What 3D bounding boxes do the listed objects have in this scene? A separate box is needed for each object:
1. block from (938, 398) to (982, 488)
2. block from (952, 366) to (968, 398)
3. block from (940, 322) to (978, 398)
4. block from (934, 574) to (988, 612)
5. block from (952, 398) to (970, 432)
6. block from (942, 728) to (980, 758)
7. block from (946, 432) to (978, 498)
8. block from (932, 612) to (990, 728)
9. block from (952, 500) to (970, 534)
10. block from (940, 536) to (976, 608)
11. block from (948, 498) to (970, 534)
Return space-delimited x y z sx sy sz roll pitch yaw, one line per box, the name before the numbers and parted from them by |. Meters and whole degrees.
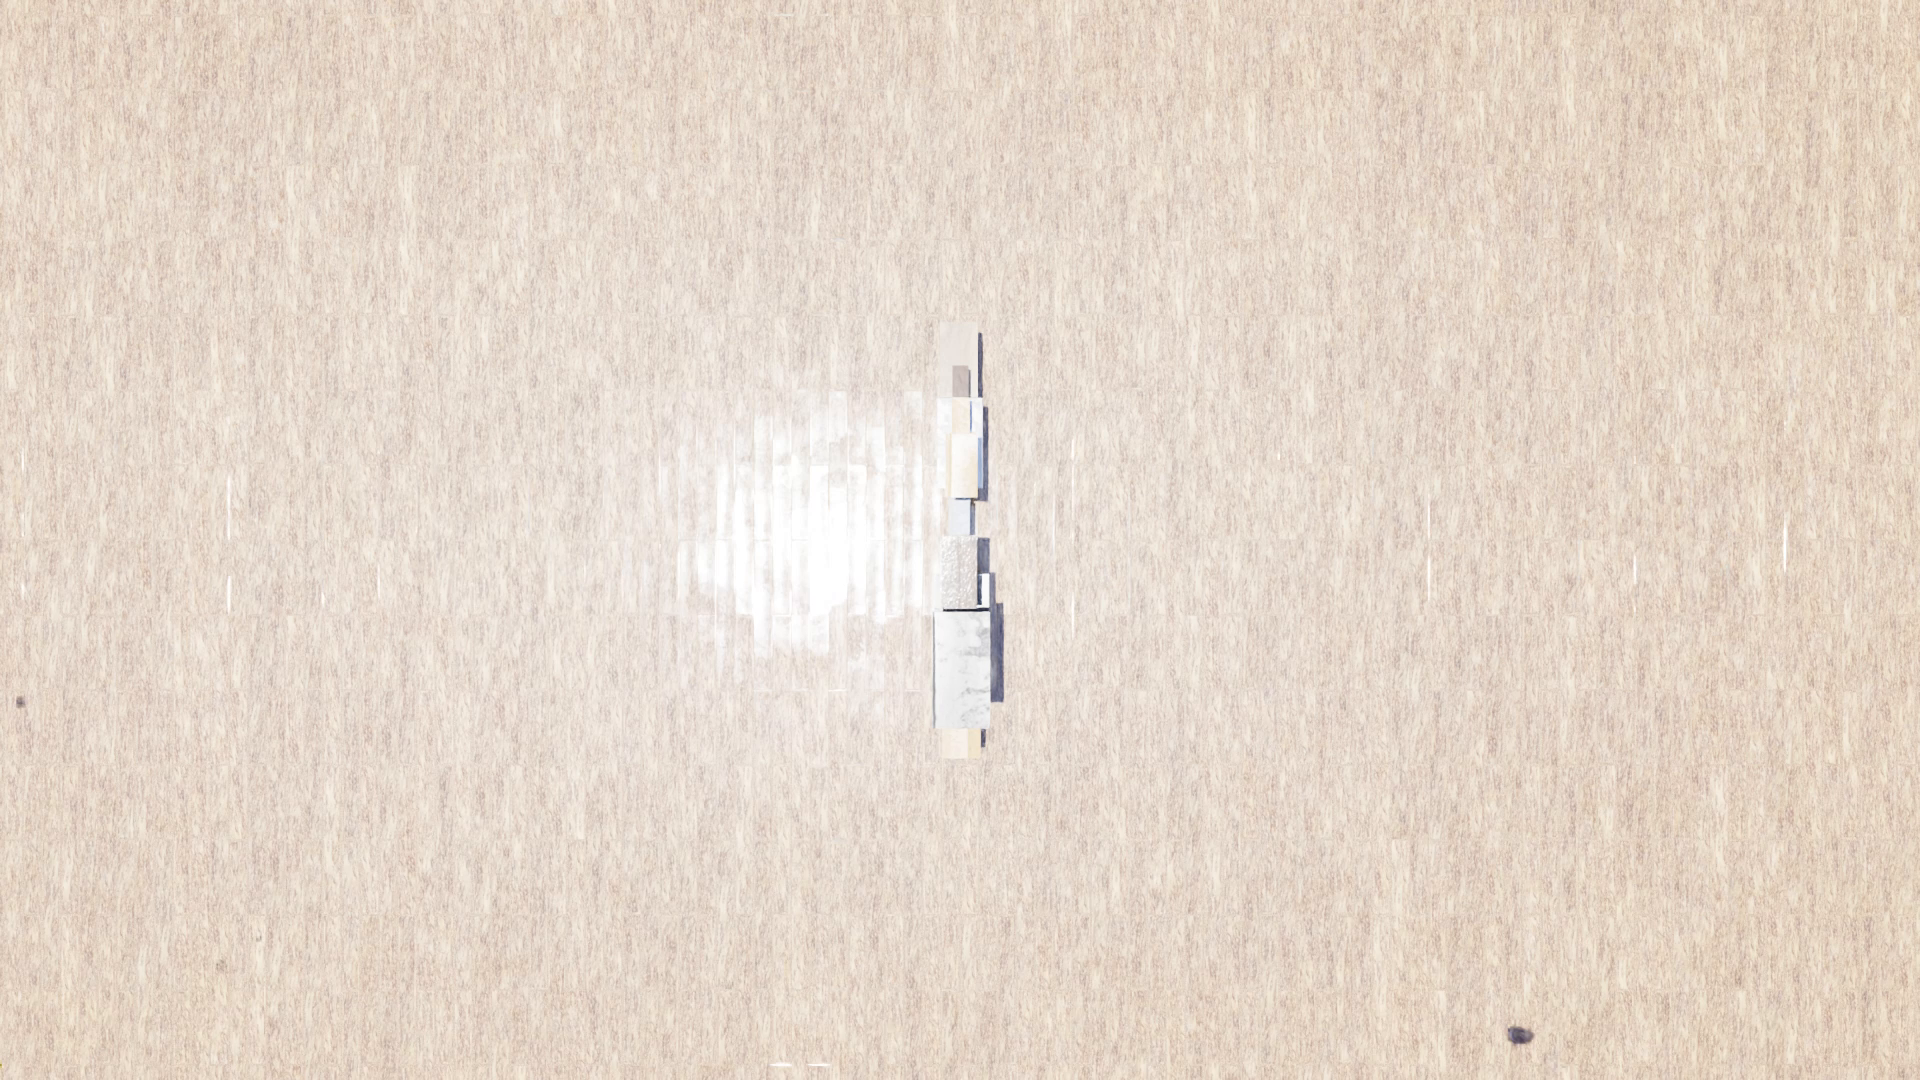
block | 0.000 -0.305 5.196 0.142 0.040 0.284 0 90 0
block | 0.001 -0.491 5.119 0.050 0.014 0.100 0 90 0
block | -0.004 -0.571 5.243 0.120 0.034 0.240 0 90 0
block | 0.005 0.275 5.138 0.169 0.048 0.338 0 90 0
block | 0.002 -0.382 5.060 0.054 0.015 0.109 0 90 0
block | 0.004 0.570 5.241 0.121 0.034 0.242 0 90 0
block | 0.004 -0.226 4.969 0.097 0.027 0.194 0 90 0
block | 0.003 0.374 4.756 0.167 0.047 0.334 0 90 0
block | 0.003 -0.070 5.223 0.054 0.015 0.108 0 90 0
block | -0.003 0.096 4.885 0.107 0.030 0.213 0 90 0
block | -0.001 -0.087 5.349 0.071 0.020 0.141 0 90 0
